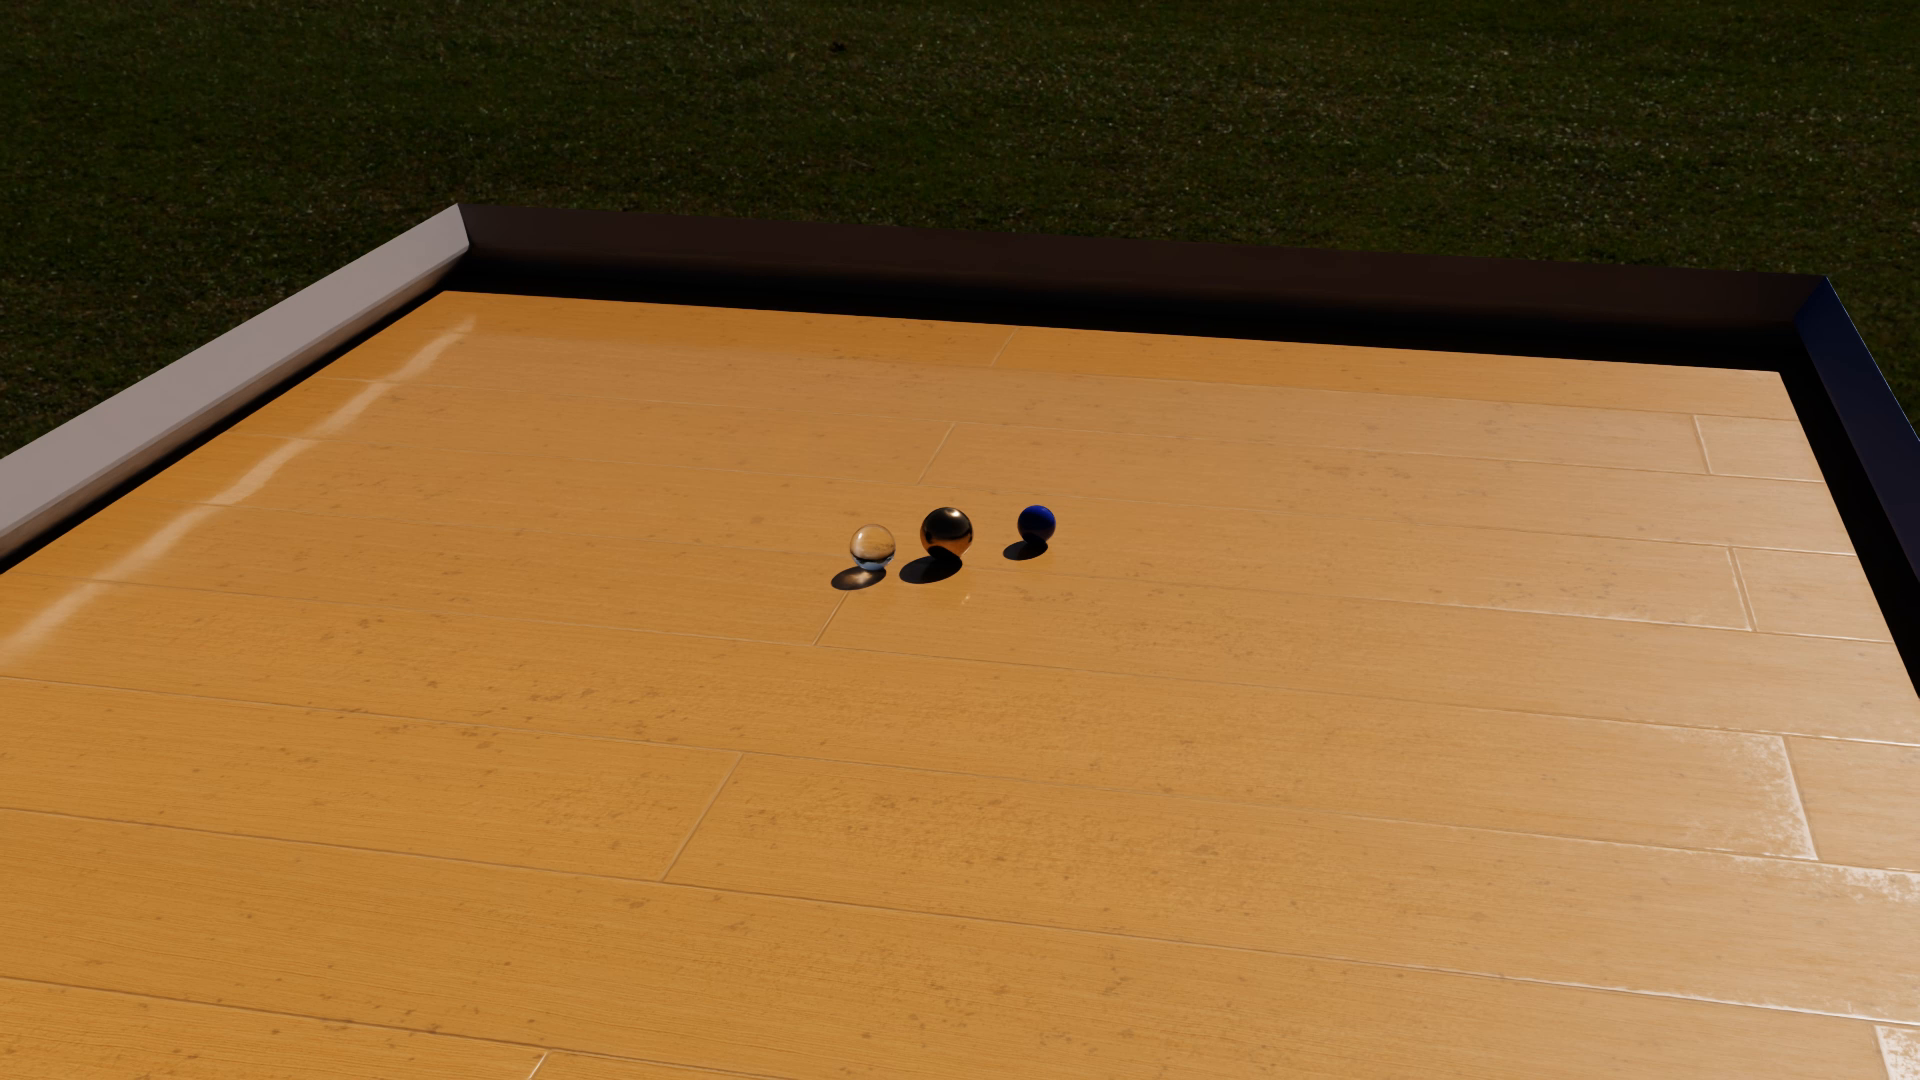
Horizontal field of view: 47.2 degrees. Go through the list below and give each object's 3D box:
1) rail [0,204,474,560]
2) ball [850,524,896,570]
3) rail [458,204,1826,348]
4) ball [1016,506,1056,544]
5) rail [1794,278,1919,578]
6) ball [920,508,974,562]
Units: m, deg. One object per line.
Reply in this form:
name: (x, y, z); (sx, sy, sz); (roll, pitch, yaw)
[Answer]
rail: (-1.286, 0.290, 1.794); (0.045, 0.116, 4.350); (5, 23, 11)
ball: (-0.102, 0.009, 2.563); (0.054, 0.054, 0.054); (0, 22, 0)
rail: (0.220, -0.424, 3.534); (2.216, 0.116, 0.045); (5, 23, 11)
ball: (0.092, -0.018, 2.638); (0.047, 0.047, 0.047); (0, 22, 0)
rail: (0.835, 0.460, 1.379); (0.045, 0.116, 4.350); (5, 23, 11)
ball: (-0.015, -0.007, 2.589); (0.064, 0.064, 0.064); (0, 22, 0)
